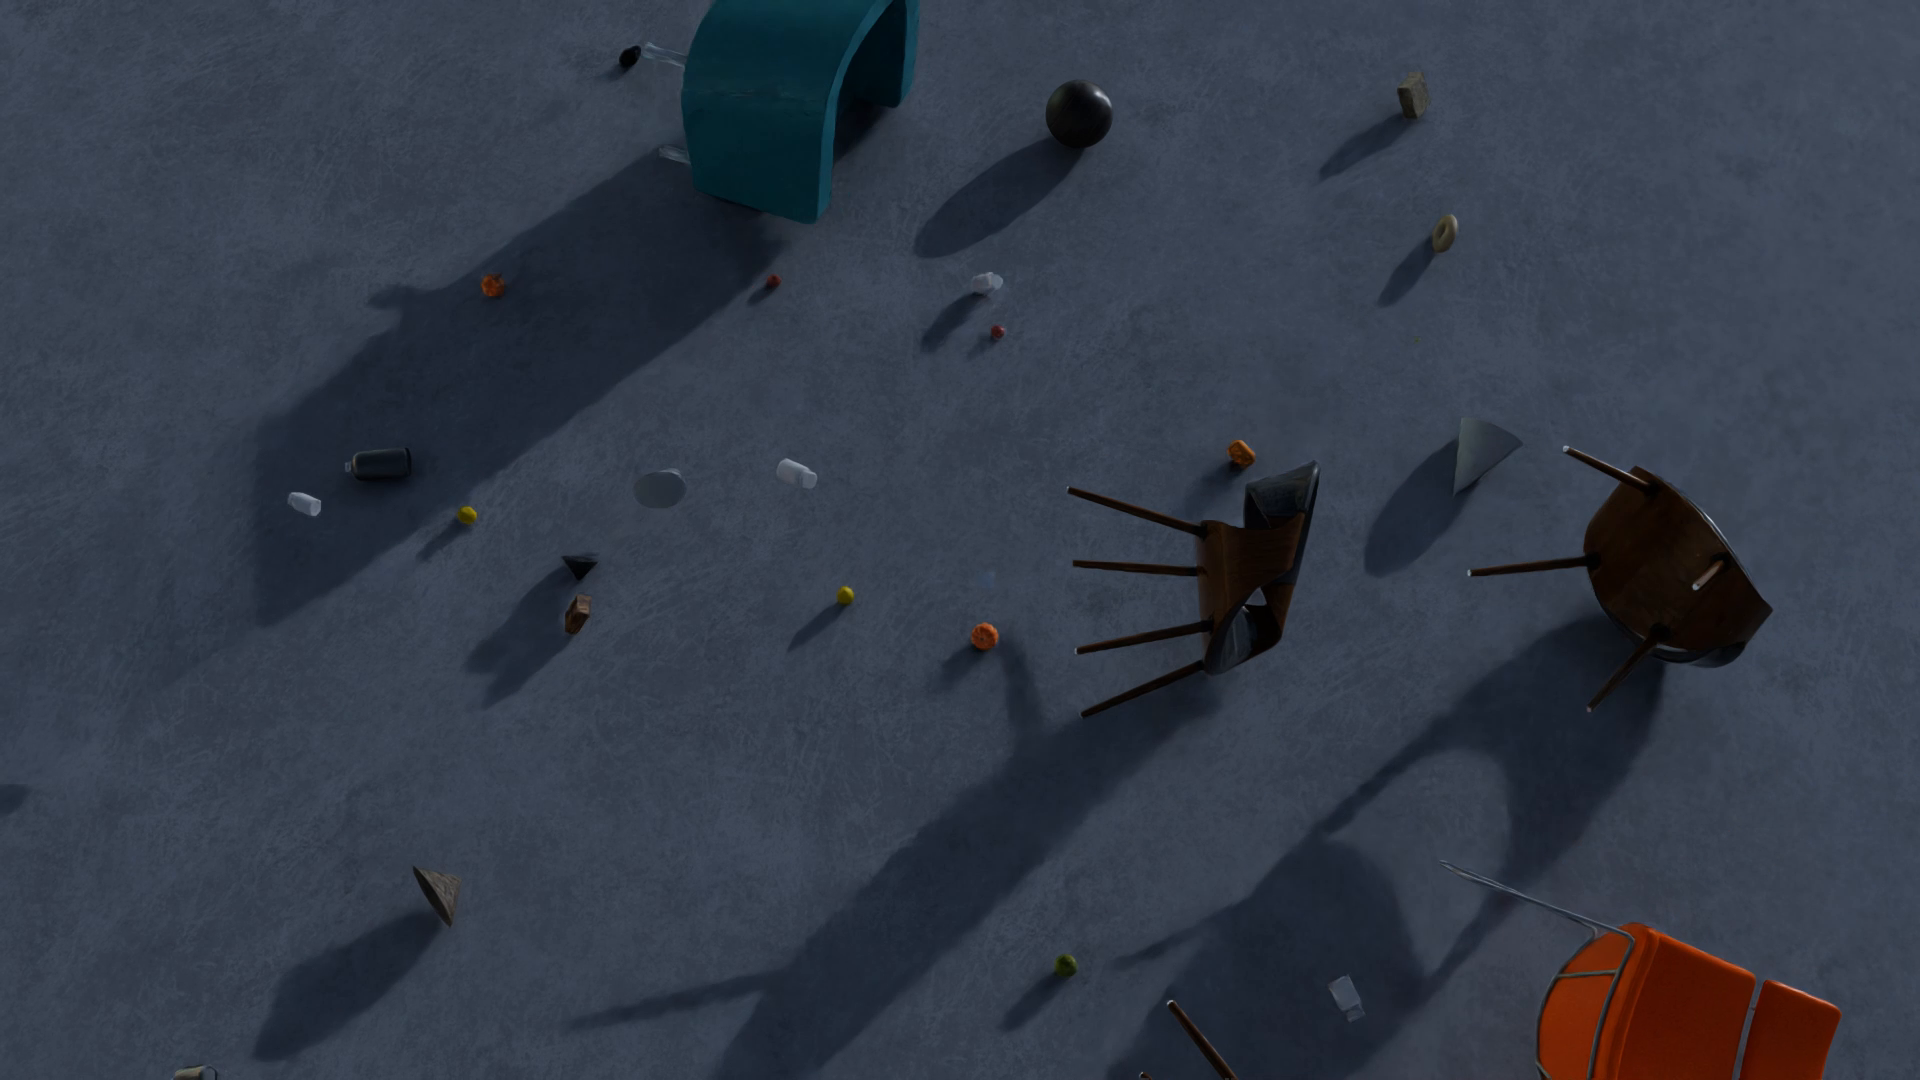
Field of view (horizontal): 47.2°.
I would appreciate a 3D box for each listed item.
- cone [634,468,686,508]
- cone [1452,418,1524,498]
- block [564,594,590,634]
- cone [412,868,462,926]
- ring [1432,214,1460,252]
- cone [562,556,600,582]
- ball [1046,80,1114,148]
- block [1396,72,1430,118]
[{"bbox_3d":[-0.865,-0.182,6.523,0.170,0.117,0.168,-13,22,18],"label":"cone"},{"bbox_3d":[1.555,-0.228,6.672,0.234,0.158,0.238,-58,32,-6],"label":"cone"},{"bbox_3d":[-1.107,0.216,6.360,0.038,0.102,0.066,16,45,-24],"label":"block"},{"bbox_3d":[-1.363,0.923,5.848,0.094,0.181,0.188,-33,99,-25],"label":"cone"},{"bbox_3d":[1.585,-1.001,7.182,0.038,0.115,0.154,24,42,-22],"label":"ring"},{"bbox_3d":[-1.121,0.090,6.488,0.107,0.067,0.119,0,9,-43],"label":"cone"},{"bbox_3d":[0.402,-1.433,7.398,0.228,0.228,0.228,0,56,0],"label":"ball"},{"bbox_3d":[1.550,-1.519,7.509,0.049,0.119,0.109,8,43,40],"label":"block"}]
